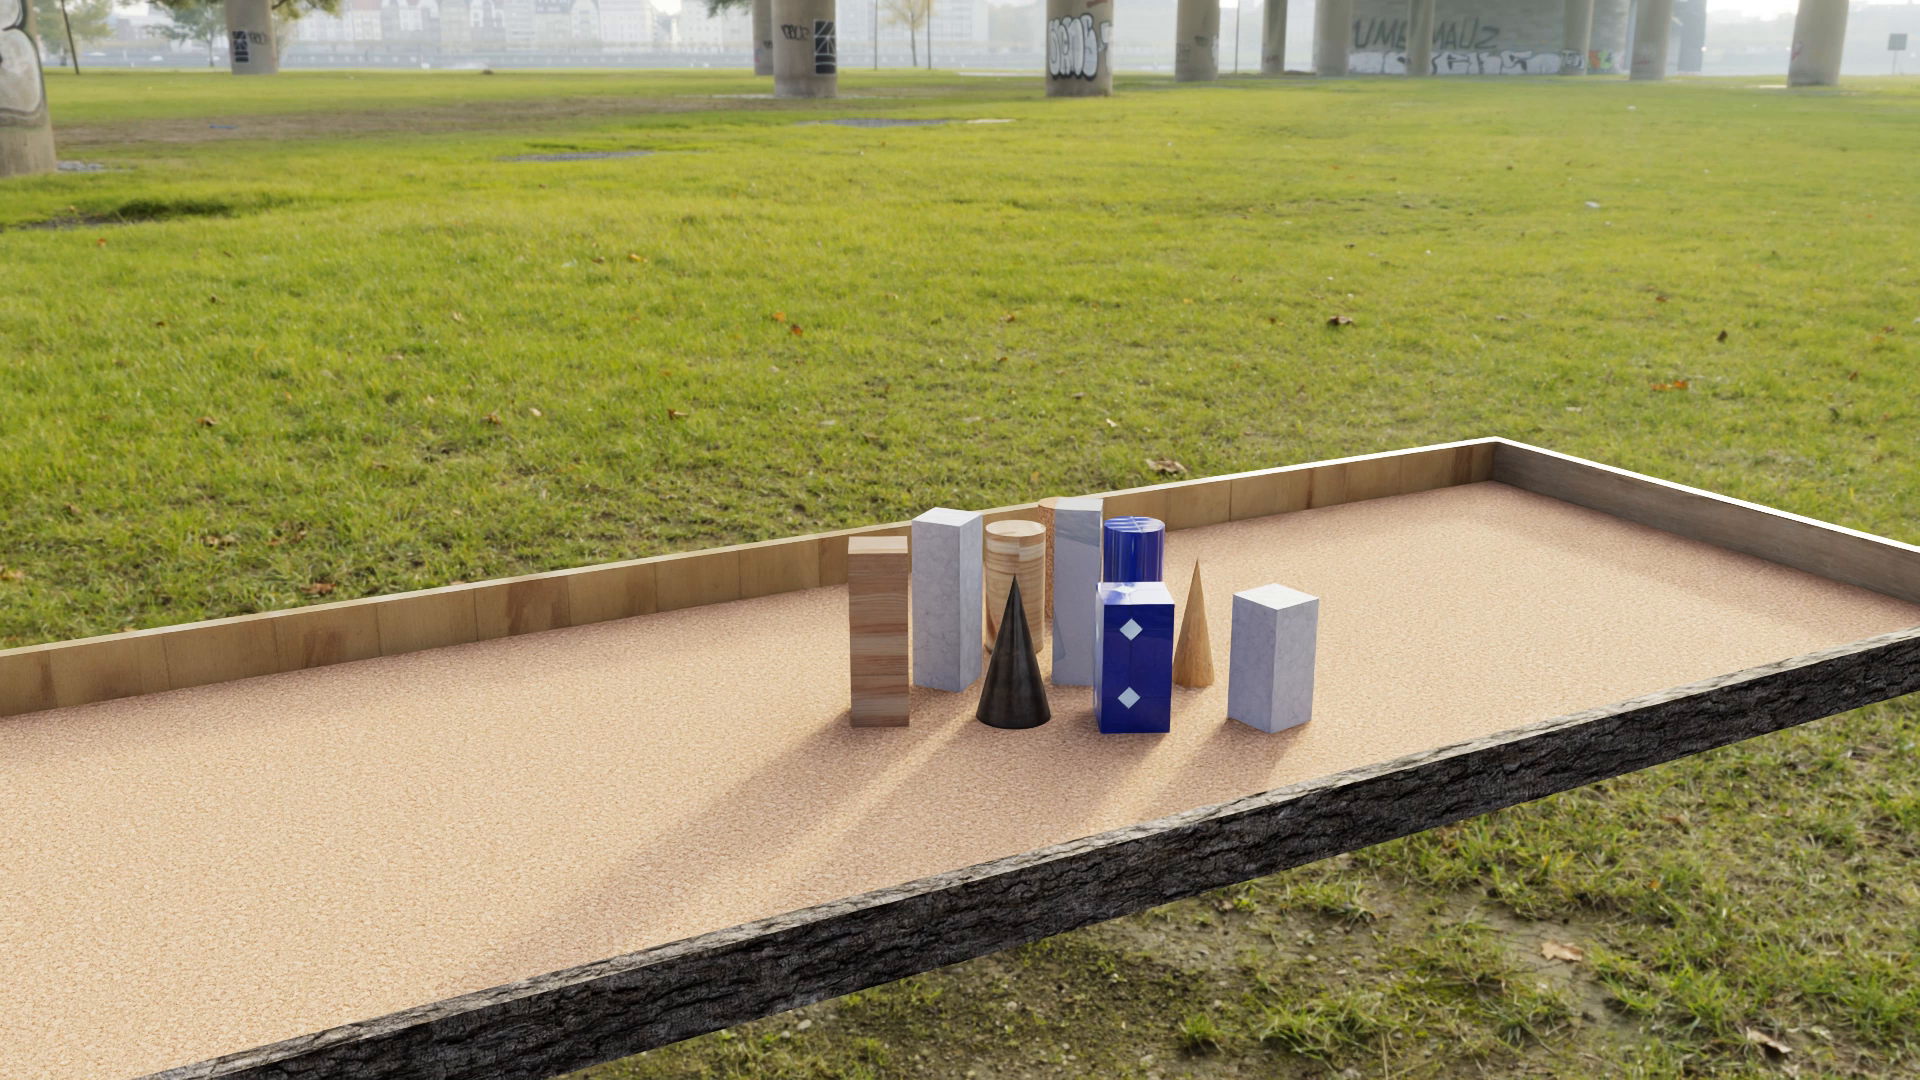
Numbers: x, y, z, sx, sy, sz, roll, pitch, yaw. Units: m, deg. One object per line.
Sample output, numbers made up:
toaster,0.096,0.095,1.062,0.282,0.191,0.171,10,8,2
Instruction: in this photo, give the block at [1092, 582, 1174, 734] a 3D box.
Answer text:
block,0.404,0.274,3.862,0.161,0.316,0.161,-1,16,-2

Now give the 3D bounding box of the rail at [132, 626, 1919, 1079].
rail,-2.336,1.006,1.665,12.000,0.150,0.050,-9,18,-27

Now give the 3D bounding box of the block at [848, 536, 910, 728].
block,-0.189,0.215,3.869,0.135,0.425,0.135,-1,16,-2

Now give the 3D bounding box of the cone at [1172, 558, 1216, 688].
cone,0.586,0.194,4.115,0.114,0.327,0.114,0,16,0

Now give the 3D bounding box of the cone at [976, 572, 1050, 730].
cone,0.128,0.246,3.885,0.179,0.356,0.179,0,16,0

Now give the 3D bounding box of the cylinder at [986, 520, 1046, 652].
cylinder,0.146,0.126,4.349,0.157,0.326,0.157,0,16,0

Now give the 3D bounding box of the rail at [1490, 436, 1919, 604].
rail,2.466,-0.048,5.253,0.050,0.150,2.100,-9,18,-27

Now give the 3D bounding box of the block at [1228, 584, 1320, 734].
block,0.734,0.277,3.873,0.140,0.305,0.140,-12,20,-35

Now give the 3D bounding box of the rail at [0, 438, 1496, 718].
rail,-3.305,0.497,3.399,12.000,0.150,0.050,-9,18,-27

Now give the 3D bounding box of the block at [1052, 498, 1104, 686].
block,0.292,0.129,4.109,0.110,0.454,0.110,2,17,8

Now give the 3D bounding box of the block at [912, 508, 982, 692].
block,-0.031,0.148,4.095,0.130,0.427,0.130,8,18,24

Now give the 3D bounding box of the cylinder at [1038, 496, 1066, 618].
cylinder,0.281,0.050,4.615,0.129,0.320,0.129,0,16,0

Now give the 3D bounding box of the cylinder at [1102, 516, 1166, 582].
cylinder,0.453,0.123,4.328,0.158,0.342,0.158,0,16,0
